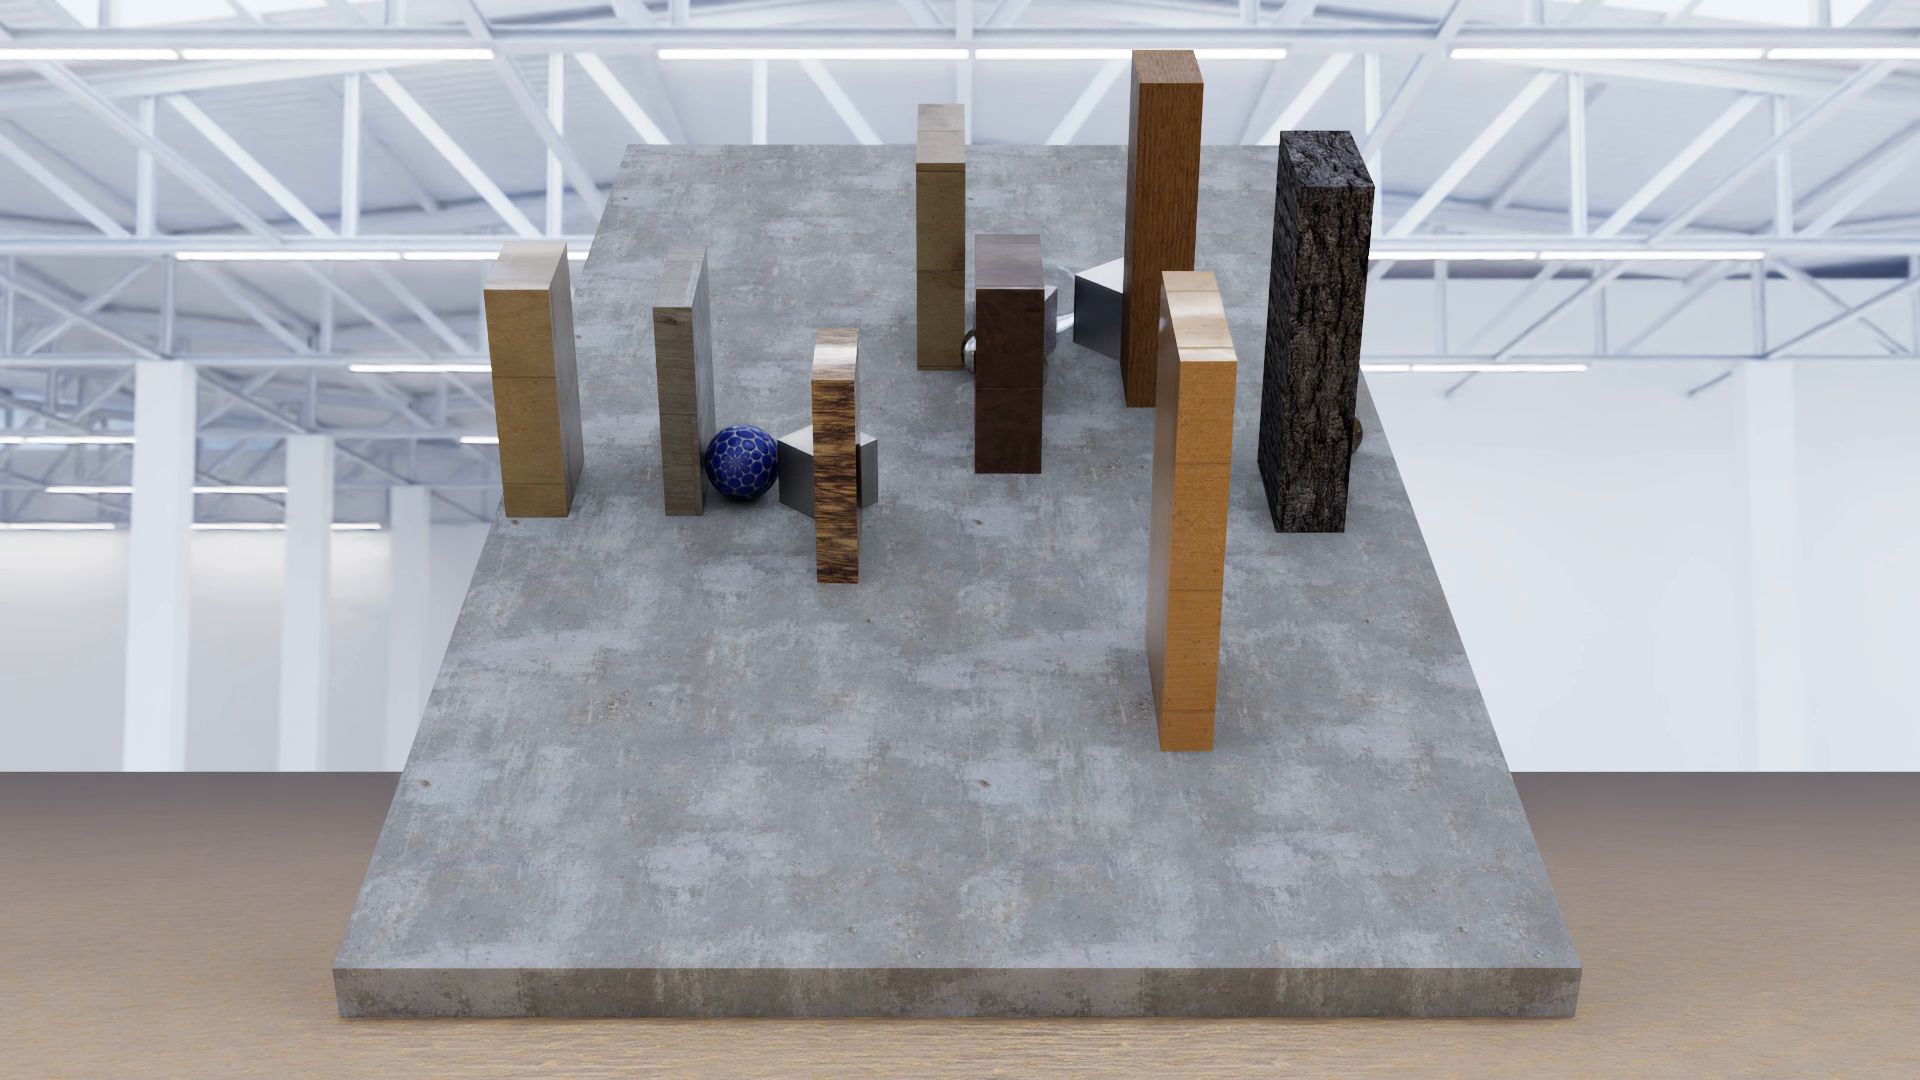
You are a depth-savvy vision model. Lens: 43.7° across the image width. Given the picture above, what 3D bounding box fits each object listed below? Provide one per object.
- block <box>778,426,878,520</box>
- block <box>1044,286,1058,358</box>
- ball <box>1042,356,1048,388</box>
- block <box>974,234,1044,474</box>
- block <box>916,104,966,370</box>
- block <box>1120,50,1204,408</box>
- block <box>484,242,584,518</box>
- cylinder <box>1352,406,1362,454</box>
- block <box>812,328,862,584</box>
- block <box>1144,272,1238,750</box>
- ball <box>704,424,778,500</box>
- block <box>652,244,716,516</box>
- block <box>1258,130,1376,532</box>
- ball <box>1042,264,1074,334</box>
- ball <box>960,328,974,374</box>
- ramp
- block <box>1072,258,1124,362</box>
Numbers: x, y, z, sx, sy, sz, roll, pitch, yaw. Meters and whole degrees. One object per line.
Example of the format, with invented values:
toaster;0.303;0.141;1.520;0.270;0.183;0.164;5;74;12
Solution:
block;-0.288;-0.151;5.210;0.153;0.153;0.153;25;37;38
block;0.137;-0.533;5.912;0.162;0.162;0.162;10;30;18
ball;0.137;-0.403;5.687;0.146;0.146;0.146;0;-5;0
block;0.108;-0.423;5.408;0.148;0.446;0.326;0;28;0
block;-0.047;-0.755;5.931;0.116;0.534;0.441;0;28;0
block;0.468;-0.724;5.603;0.143;0.794;0.252;0;28;0
block;-0.916;-0.347;5.171;0.134;0.532;0.271;0;28;0
cylinder;0.848;-0.267;5.457;0.130;0.130;0.130;0;28;3
block;-0.252;-0.173;4.930;0.084;0.459;0.255;0;28;0
block;0.415;-0.052;4.371;0.095;0.780;0.401;0;28;0
ball;-0.475;-0.171;5.231;0.167;0.167;0.167;0;-5;0
block;-0.598;-0.351;5.226;0.080;0.489;0.352;0;28;0
block;0.751;-0.441;5.094;0.147;0.781;0.346;0;28;0
ball;0.227;-0.609;6.037;0.177;0.177;0.177;0;-5;0
ball;0.070;-0.458;5.799;0.137;0.137;0.137;0;-5;0
ramp;-0.012;-0.221;5.608;2.000;0.100;4.000;0;28;0
block;0.413;-0.576;5.972;0.182;0.182;0.182;-23;36;-36
